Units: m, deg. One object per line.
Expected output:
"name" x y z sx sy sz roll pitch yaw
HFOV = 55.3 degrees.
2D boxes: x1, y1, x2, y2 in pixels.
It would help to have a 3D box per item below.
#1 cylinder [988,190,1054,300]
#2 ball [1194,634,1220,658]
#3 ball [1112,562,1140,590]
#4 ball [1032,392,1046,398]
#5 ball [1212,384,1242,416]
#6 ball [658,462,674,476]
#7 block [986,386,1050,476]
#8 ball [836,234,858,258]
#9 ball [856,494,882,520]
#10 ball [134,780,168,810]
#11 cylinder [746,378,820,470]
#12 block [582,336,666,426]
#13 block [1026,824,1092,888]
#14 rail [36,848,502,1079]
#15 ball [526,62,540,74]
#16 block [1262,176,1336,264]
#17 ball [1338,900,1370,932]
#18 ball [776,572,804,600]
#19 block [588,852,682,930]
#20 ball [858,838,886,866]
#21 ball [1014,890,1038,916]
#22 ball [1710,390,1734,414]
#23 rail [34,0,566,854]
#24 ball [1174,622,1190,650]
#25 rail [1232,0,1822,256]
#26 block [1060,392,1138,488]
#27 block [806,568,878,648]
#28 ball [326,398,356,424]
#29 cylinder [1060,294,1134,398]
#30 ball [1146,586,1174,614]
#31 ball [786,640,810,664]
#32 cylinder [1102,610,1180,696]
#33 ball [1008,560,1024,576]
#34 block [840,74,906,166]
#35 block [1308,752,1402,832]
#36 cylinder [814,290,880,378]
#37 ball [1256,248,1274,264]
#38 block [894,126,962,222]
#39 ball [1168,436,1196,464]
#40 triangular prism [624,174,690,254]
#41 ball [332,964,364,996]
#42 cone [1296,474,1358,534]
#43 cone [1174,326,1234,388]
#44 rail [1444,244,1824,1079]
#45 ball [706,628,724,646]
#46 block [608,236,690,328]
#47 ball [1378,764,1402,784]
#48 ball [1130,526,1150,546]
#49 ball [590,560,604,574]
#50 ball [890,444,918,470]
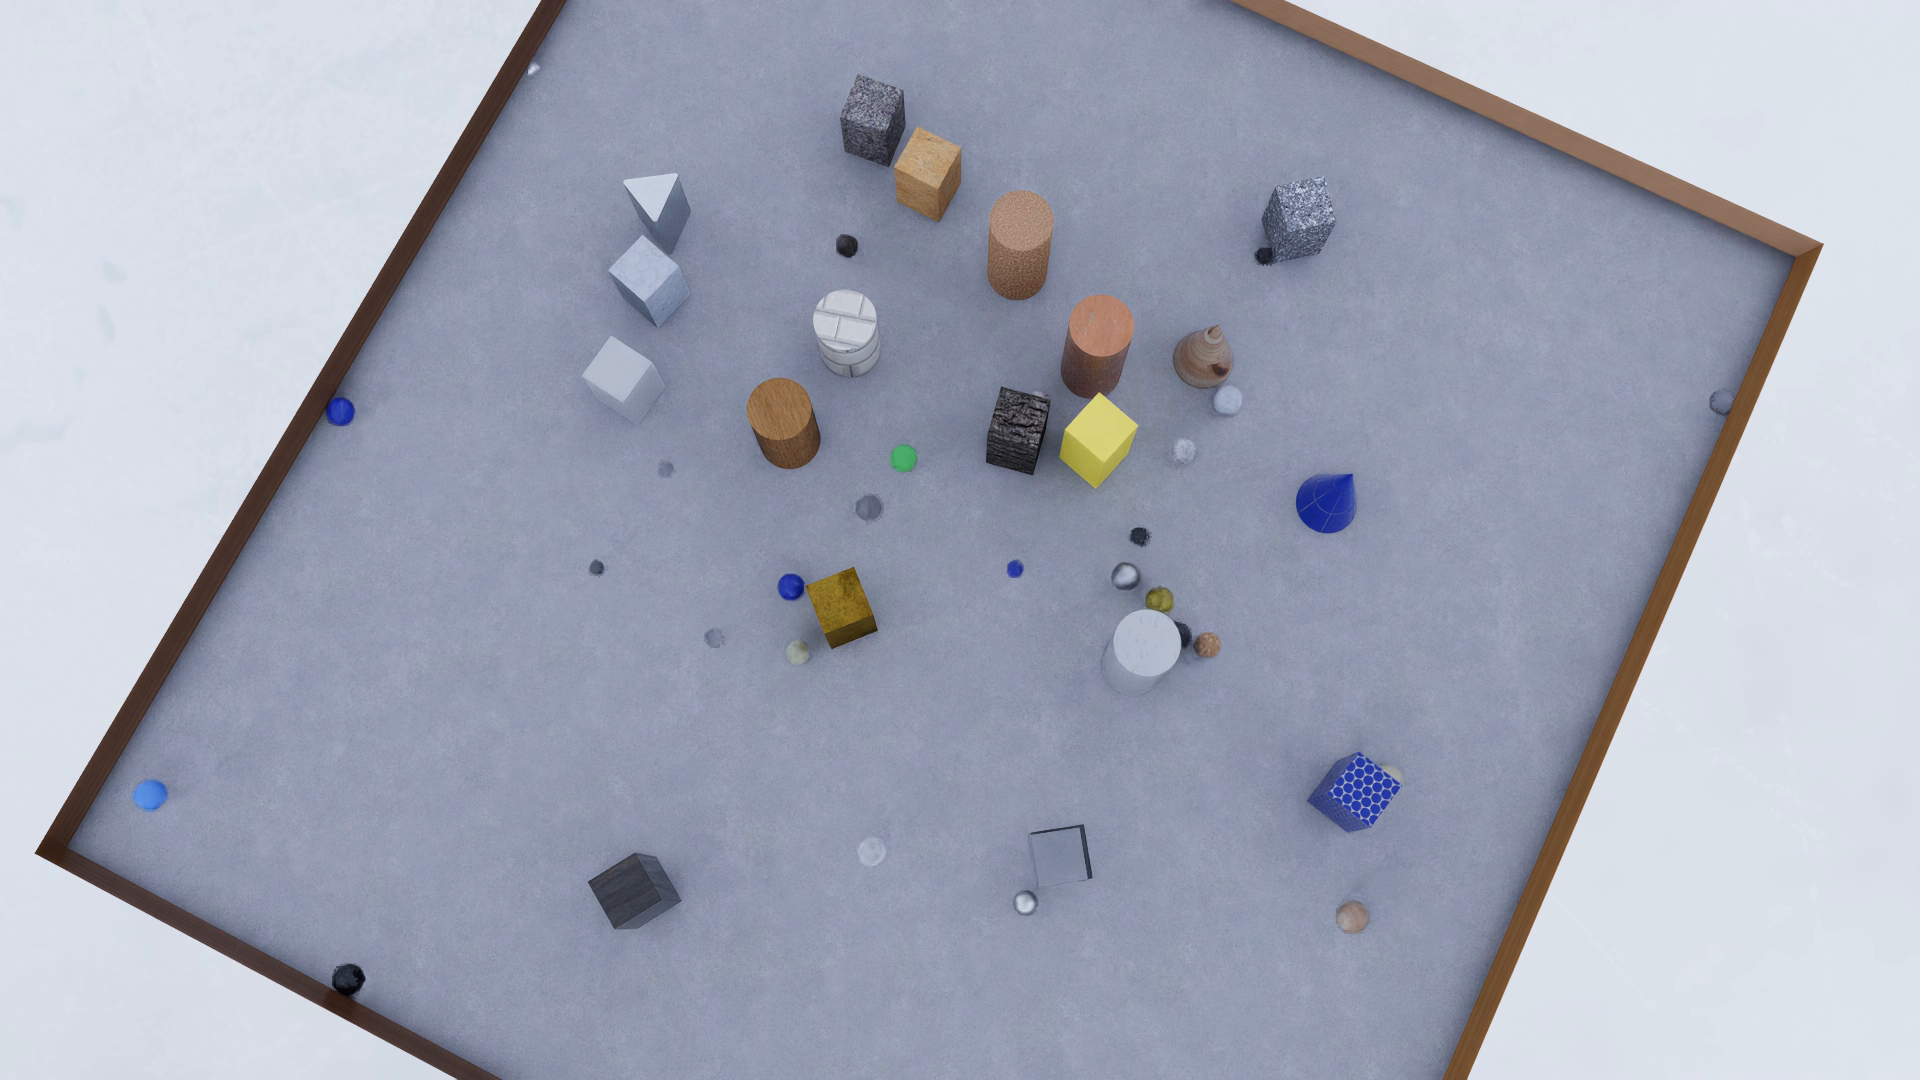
"cylinder" 0.180 -0.892 5.579 0.189 0.435 0.189 0 78 0
"ball" 0.742 0.318 5.513 0.074 0.074 0.074 0 78 0
"ball" 0.501 0.110 5.550 0.086 0.086 0.086 0 78 0
"ball" 0.241 -0.439 5.683 0.046 0.046 0.046 0 78 0
"ball" 0.826 -0.432 5.658 0.094 0.094 0.094 0 78 0
"ball" -0.905 -0.219 5.639 0.045 0.045 0.045 0 78 0
"block" 0.173 -0.324 5.511 0.151 0.339 0.151 15 79 3
"ball" -0.354 -0.926 5.772 0.070 0.070 0.070 0 78 0
"ball" -0.280 -0.098 5.596 0.080 0.080 0.080 0 78 0
"ball" -2.391 0.754 5.415 0.089 0.089 0.089 0 78 0
"cylinder" -0.527 -0.347 5.509 0.189 0.350 0.189 0 78 0
"block" -1.022 -0.484 5.586 0.151 0.255 0.151 33 80 6
"block" 0.285 0.912 5.274 0.151 0.302 0.151 -9 78 -2
"rail" -0.898 1.766 5.187 3.961 0.123 0.045 26 80 5
"ball" -1.379 -1.523 5.910 0.042 0.042 0.042 0 78 0
"block" 1.048 -0.991 5.683 0.151 0.272 0.151 -12 79 -2
"ball" 1.147 1.098 5.342 0.093 0.093 0.093 0 78 0
"ball" -0.512 0.141 5.545 0.083 0.083 0.083 0 78 0
"block" -0.923 1.003 5.224 0.151 0.363 0.151 -31 80 -6
"ball" -0.258 0.915 5.386 0.081 0.081 0.081 0 78 0
"ball" 0.193 1.061 5.359 0.075 0.075 0.075 0 78 0
"ball" 2.356 -0.427 5.668 0.071 0.071 0.071 0 78 0
"rail" -1.750 -0.850 5.729 0.045 0.123 4.065 26 80 5
"ball" 0.648 0.290 5.510 0.090 0.090 0.090 0 78 0
"rail" 0.898 -1.753 5.915 3.961 0.123 0.045 26 80 5
"block" 0.413 -0.295 5.507 0.151 0.333 0.151 41 81 8
"block" -0.347 0.204 5.420 0.151 0.302 0.151 -22 79 -4
"ball" -1.911 -0.397 5.656 0.084 0.084 0.084 0 78 0
"cylinder" 0.409 -0.576 5.512 0.189 0.438 0.189 0 78 0
"ball" 0.604 0.183 5.535 0.086 0.086 0.086 0 78 0
"ball" -0.486 0.337 5.510 0.072 0.072 0.072 0 78 0
"cylinder" 0.522 0.331 5.323 0.189 0.441 0.189 0 78 0
"ball" 0.169 0.086 5.573 0.050 0.050 0.050 0 78 0
"block" -0.272 -1.314 5.755 0.151 0.261 0.151 20 79 4
"block" 1.138 0.733 5.305 0.151 0.313 0.151 38 81 7
"cylinder" -0.343 -0.628 5.602 0.189 0.284 0.189 0 78 0
"ball" 0.959 -0.895 5.774 0.054 0.054 0.054 0 78 0
"block" -0.098 -1.137 5.711 0.151 0.274 0.151 27 80 5
"ball" 0.683 -0.277 5.631 0.083 0.083 0.083 0 78 0
"triangular prism" -0.913 -1.037 5.685 0.142 0.286 0.164 -37 81 -7
"ball" -1.770 1.273 5.308 0.088 0.088 0.088 0 78 0
"cone" 1.128 -0.151 5.450 0.189 0.387 0.189 0 78 0
"cone" 0.761 -0.599 5.564 0.189 0.346 0.189 0 78 0
"rail" 1.750 0.863 5.374 0.045 0.123 4.065 26 80 5
"ball" -0.740 0.292 5.530 0.052 0.052 0.052 0 78 0
"block" -0.955 -0.795 5.653 0.151 0.251 0.151 41 81 8
"ball" 1.266 0.706 5.426 0.087 0.087 0.087 0 78 0
"ball" 0.549 -0.012 5.590 0.057 0.057 0.057 0 78 0
"ball" -1.107 0.084 5.577 0.044 0.044 0.044 0 78 0
"ball" -0.172 -0.253 5.627 0.082 0.082 0.082 0 78 0
